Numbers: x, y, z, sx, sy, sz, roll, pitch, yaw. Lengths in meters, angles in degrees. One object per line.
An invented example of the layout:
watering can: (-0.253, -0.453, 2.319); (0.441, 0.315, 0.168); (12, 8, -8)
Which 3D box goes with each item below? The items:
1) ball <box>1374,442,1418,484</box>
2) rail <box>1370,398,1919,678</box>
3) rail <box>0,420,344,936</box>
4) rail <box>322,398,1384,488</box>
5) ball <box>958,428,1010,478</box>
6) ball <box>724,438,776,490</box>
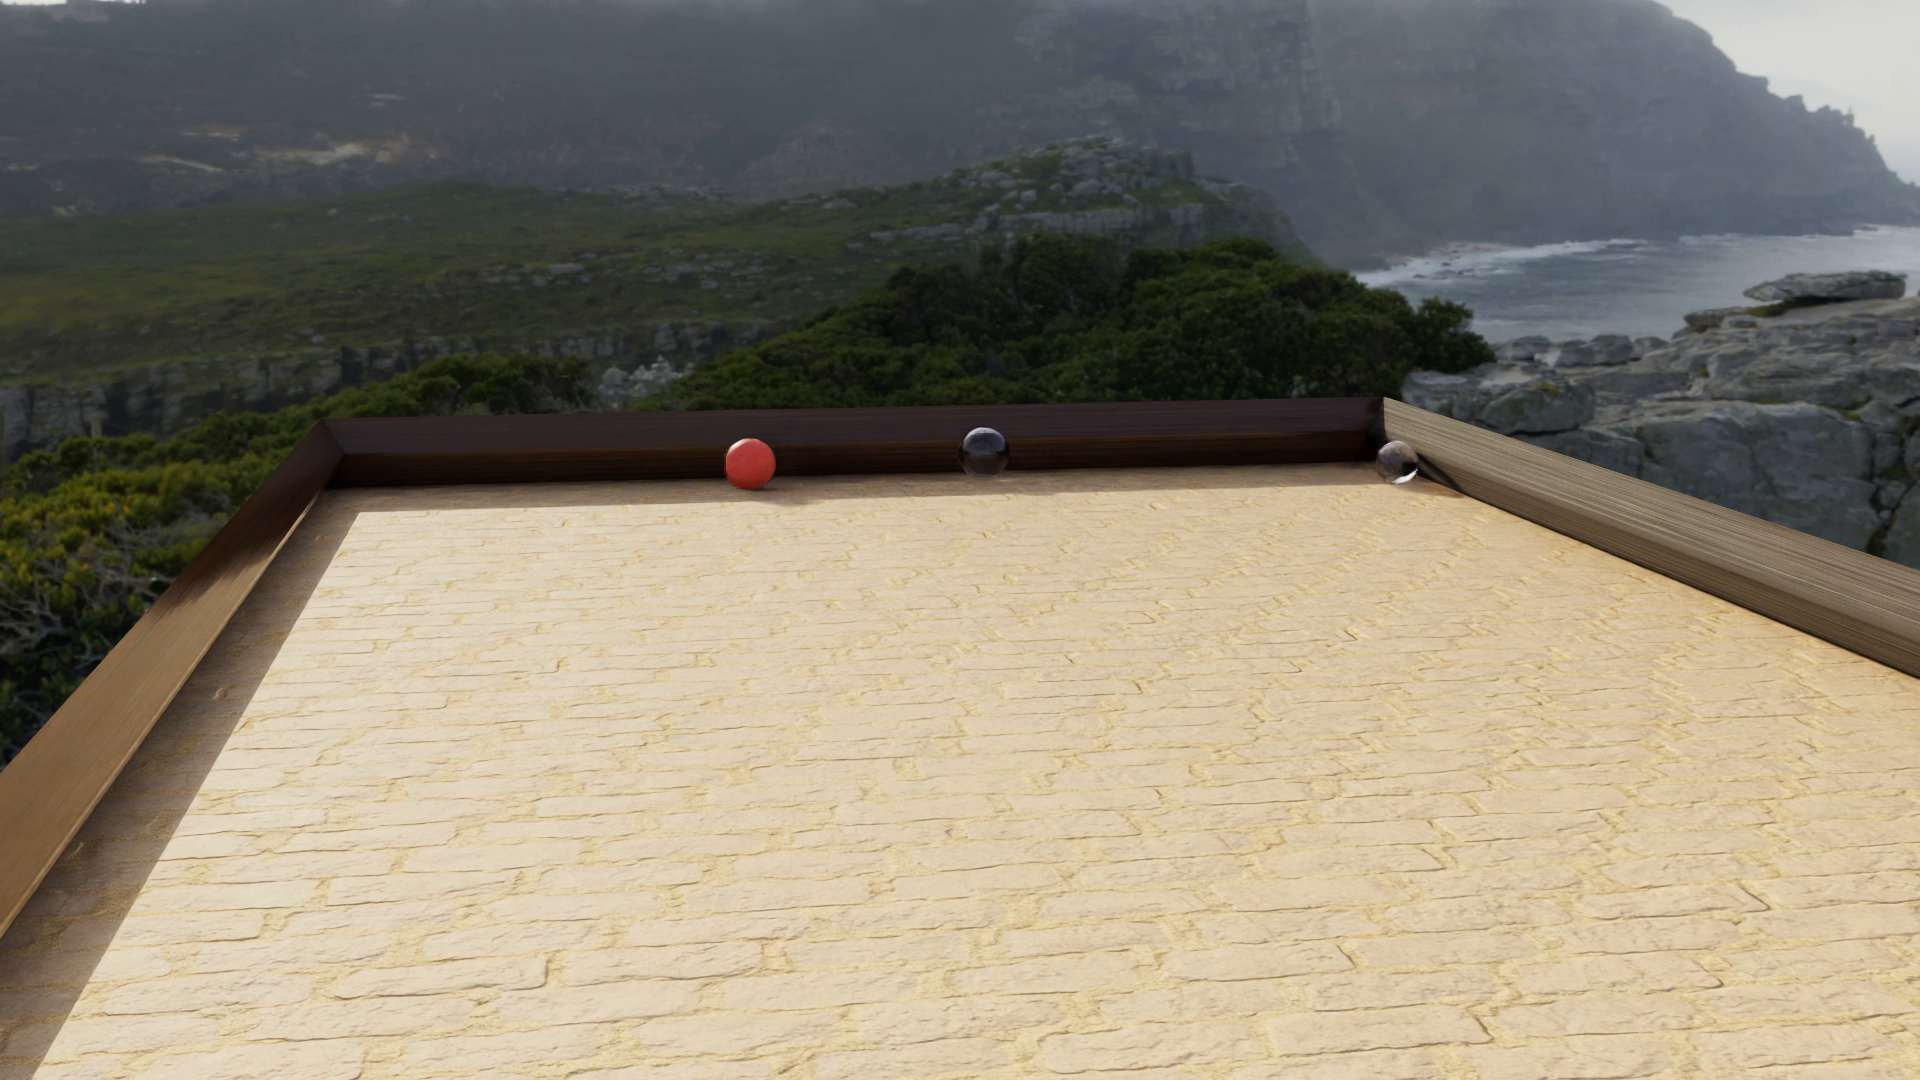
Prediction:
ball: (0.801, -0.142, 4.034); (0.079, 0.079, 0.079); (0, 10, 0)
rail: (1.133, 0.126, 2.449); (0.045, 0.125, 3.849); (-2, 11, -10)
rail: (-0.809, 0.186, 2.123); (0.045, 0.125, 3.849); (-2, 11, -10)
rail: (-0.158, -0.184, 4.128); (2.017, 0.125, 0.045); (-2, 11, -10)
ball: (0.044, -0.162, 4.096); (0.096, 0.096, 0.096); (0, 10, 0)
ball: (-0.379, -0.137, 3.973); (0.092, 0.092, 0.092); (0, 10, 0)
